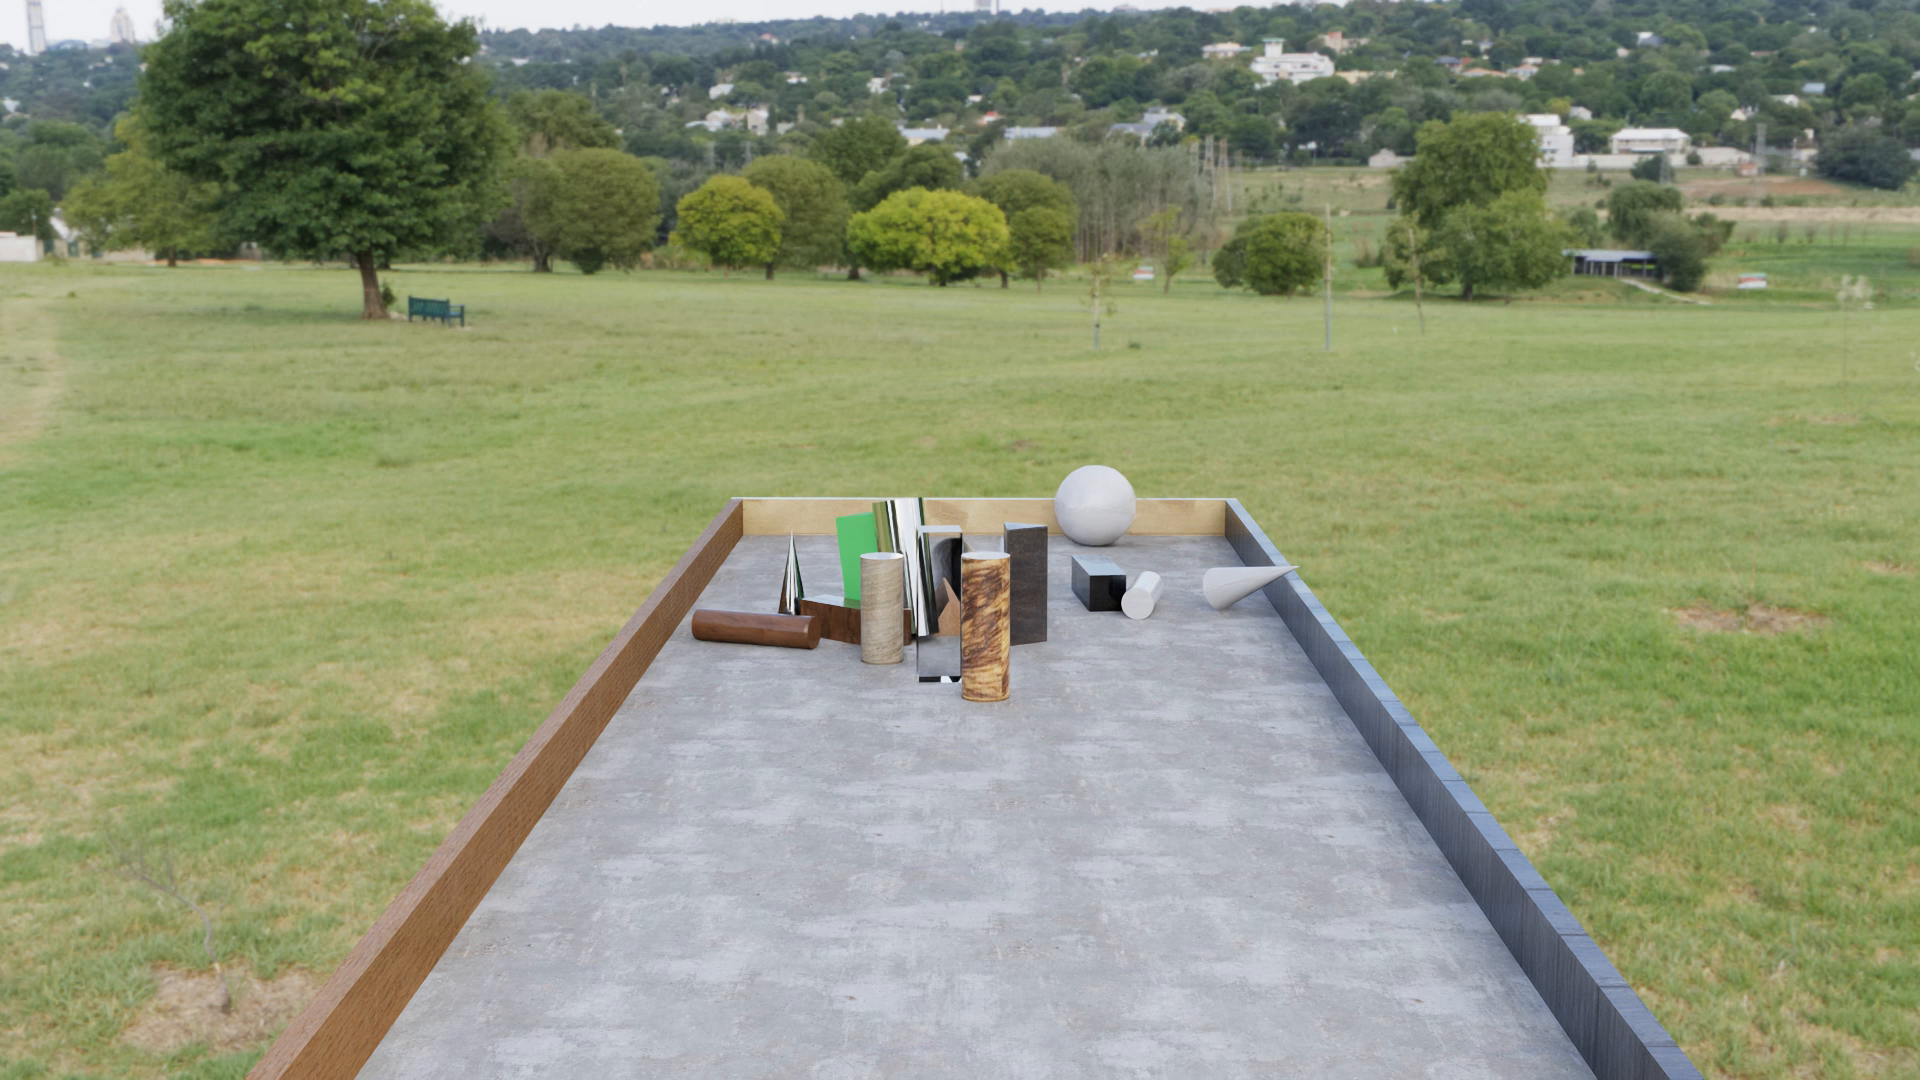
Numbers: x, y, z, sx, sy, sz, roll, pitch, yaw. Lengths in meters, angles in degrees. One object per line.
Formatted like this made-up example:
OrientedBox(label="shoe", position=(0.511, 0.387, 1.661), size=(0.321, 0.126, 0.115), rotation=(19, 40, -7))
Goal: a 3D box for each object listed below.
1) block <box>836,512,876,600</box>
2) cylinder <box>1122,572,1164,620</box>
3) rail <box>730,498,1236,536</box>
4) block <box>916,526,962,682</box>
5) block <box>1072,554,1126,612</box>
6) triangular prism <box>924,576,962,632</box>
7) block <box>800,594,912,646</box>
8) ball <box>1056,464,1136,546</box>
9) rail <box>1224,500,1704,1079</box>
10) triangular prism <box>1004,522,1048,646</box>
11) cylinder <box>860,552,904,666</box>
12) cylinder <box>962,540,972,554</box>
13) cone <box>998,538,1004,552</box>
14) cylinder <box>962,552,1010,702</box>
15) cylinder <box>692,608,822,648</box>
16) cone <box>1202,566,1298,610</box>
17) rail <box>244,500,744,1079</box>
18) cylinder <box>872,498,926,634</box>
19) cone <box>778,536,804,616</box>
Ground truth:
OrientedBox(label="block", position=(-0.266, 0.091, 7.202), size=(0.171, 0.363, 0.171), rotation=(-4, 4, 40))
OrientedBox(label="cylinder", position=(0.623, 0.187, 7.486), size=(0.108, 0.108, 0.325), rotation=(2, 9, 11))
OrientedBox(label="rail", position=(0.099, -0.098, 9.147), size=(2.100, 0.150, 0.050), rotation=(0, 9, 1))
OrientedBox(label="block", position=(-0.061, 0.186, 6.422), size=(0.127, 0.443, 0.127), rotation=(-1, 9, -4))
OrientedBox(label="block", position=(0.482, 0.148, 7.672), size=(0.126, 0.126, 0.417), rotation=(-1, 9, -5))
OrientedBox(label="triangular prism", position=(-0.046, 0.209, 7.307), size=(0.132, 0.114, 0.416), rotation=(0, 9, -3))
OrientedBox(label="block", position=(-0.334, 0.260, 7.004), size=(0.381, 0.114, 0.114), rotation=(8, 12, 41))
OrientedBox(label="ball", position=(0.546, -0.140, 8.845), size=(0.327, 0.327, 0.327), rotation=(0, 9, 0))
OrientedBox(label="rail", position=(1.046, 0.843, 3.208), size=(0.050, 0.150, 12.000), rotation=(0, 9, 1))
OrientedBox(label="triangular prism", position=(0.178, 0.135, 6.971), size=(0.151, 0.371, 0.131), rotation=(-6, 11, -32))
OrientedBox(label="cylinder", position=(-0.237, 0.208, 6.665), size=(0.130, 0.324, 0.130), rotation=(0, 9, 0))
OrientedBox(label="cylinder", position=(-0.031, 0.104, 7.809), size=(0.171, 0.171, 0.443), rotation=(0, 9, -2))
OrientedBox(label="cone", position=(0.137, 0.132, 7.215), size=(0.171, 0.301, 0.171), rotation=(0, 9, 0))
OrientedBox(label="cylinder", position=(0.072, 0.243, 6.180), size=(0.137, 0.405, 0.137), rotation=(0, 9, 0))
OrientedBox(label="cylinder", position=(-0.643, 0.278, 6.930), size=(0.404, 0.101, 0.101), rotation=(3, 10, 21))
OrientedBox(label="cone", position=(1.001, 0.126, 7.374), size=(0.147, 0.147, 0.370), rotation=(-9, -7, -43))
OrientedBox(label="rail", position=(-1.004, 0.839, 3.234), size=(0.050, 0.150, 12.000), rotation=(0, 9, 1))
OrientedBox(label="cylinder", position=(-0.176, 0.084, 7.038), size=(0.168, 0.427, 0.168), rotation=(-7, 0, 0))
OrientedBox(label="cone", position=(-0.550, 0.123, 7.219), size=(0.113, 0.317, 0.113), rotation=(0, 9, 0))
